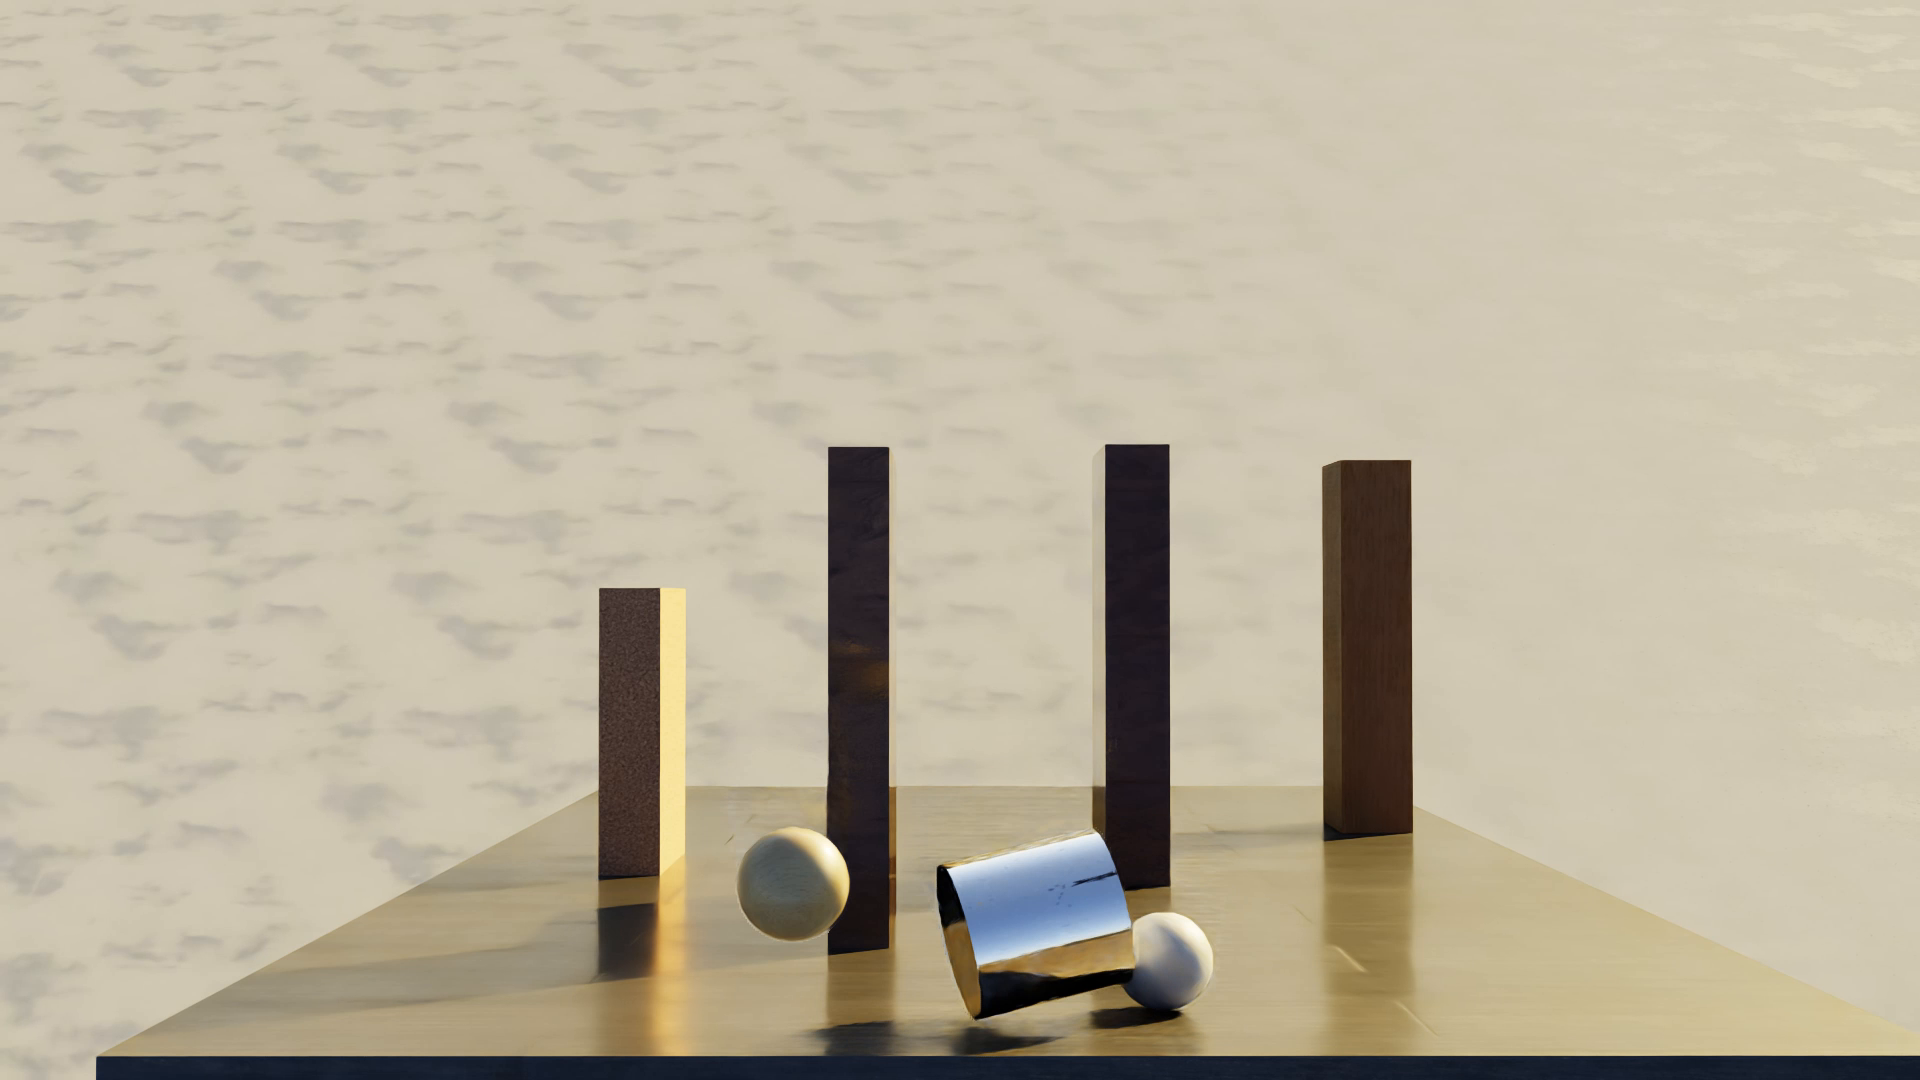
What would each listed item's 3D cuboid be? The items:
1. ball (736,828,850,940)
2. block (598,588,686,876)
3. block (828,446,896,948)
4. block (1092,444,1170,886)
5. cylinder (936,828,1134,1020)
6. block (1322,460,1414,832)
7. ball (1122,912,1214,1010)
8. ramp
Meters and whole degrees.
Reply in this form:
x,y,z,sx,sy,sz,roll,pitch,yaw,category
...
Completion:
x,y,z,sx,sy,sz,roll,pitch,yaw,category
-0.183,0.378,2.854,0.124,0.124,0.124,0,34,0,ball
-0.585,0.344,4.803,0.109,0.509,0.417,0,-1,0,block
-0.142,0.225,3.845,0.086,0.703,0.412,0,-1,0,block
0.303,0.218,4.637,0.111,0.753,0.426,0,-1,0,block
0.086,0.445,3.012,0.183,0.183,0.183,-12,35,-11,cylinder
0.872,0.225,5.566,0.148,0.780,0.279,0,-1,0,block
0.242,0.501,3.086,0.117,0.117,0.117,0,34,0,ball
0.074,0.647,4.777,2.000,0.100,4.000,0,-1,0,ramp
